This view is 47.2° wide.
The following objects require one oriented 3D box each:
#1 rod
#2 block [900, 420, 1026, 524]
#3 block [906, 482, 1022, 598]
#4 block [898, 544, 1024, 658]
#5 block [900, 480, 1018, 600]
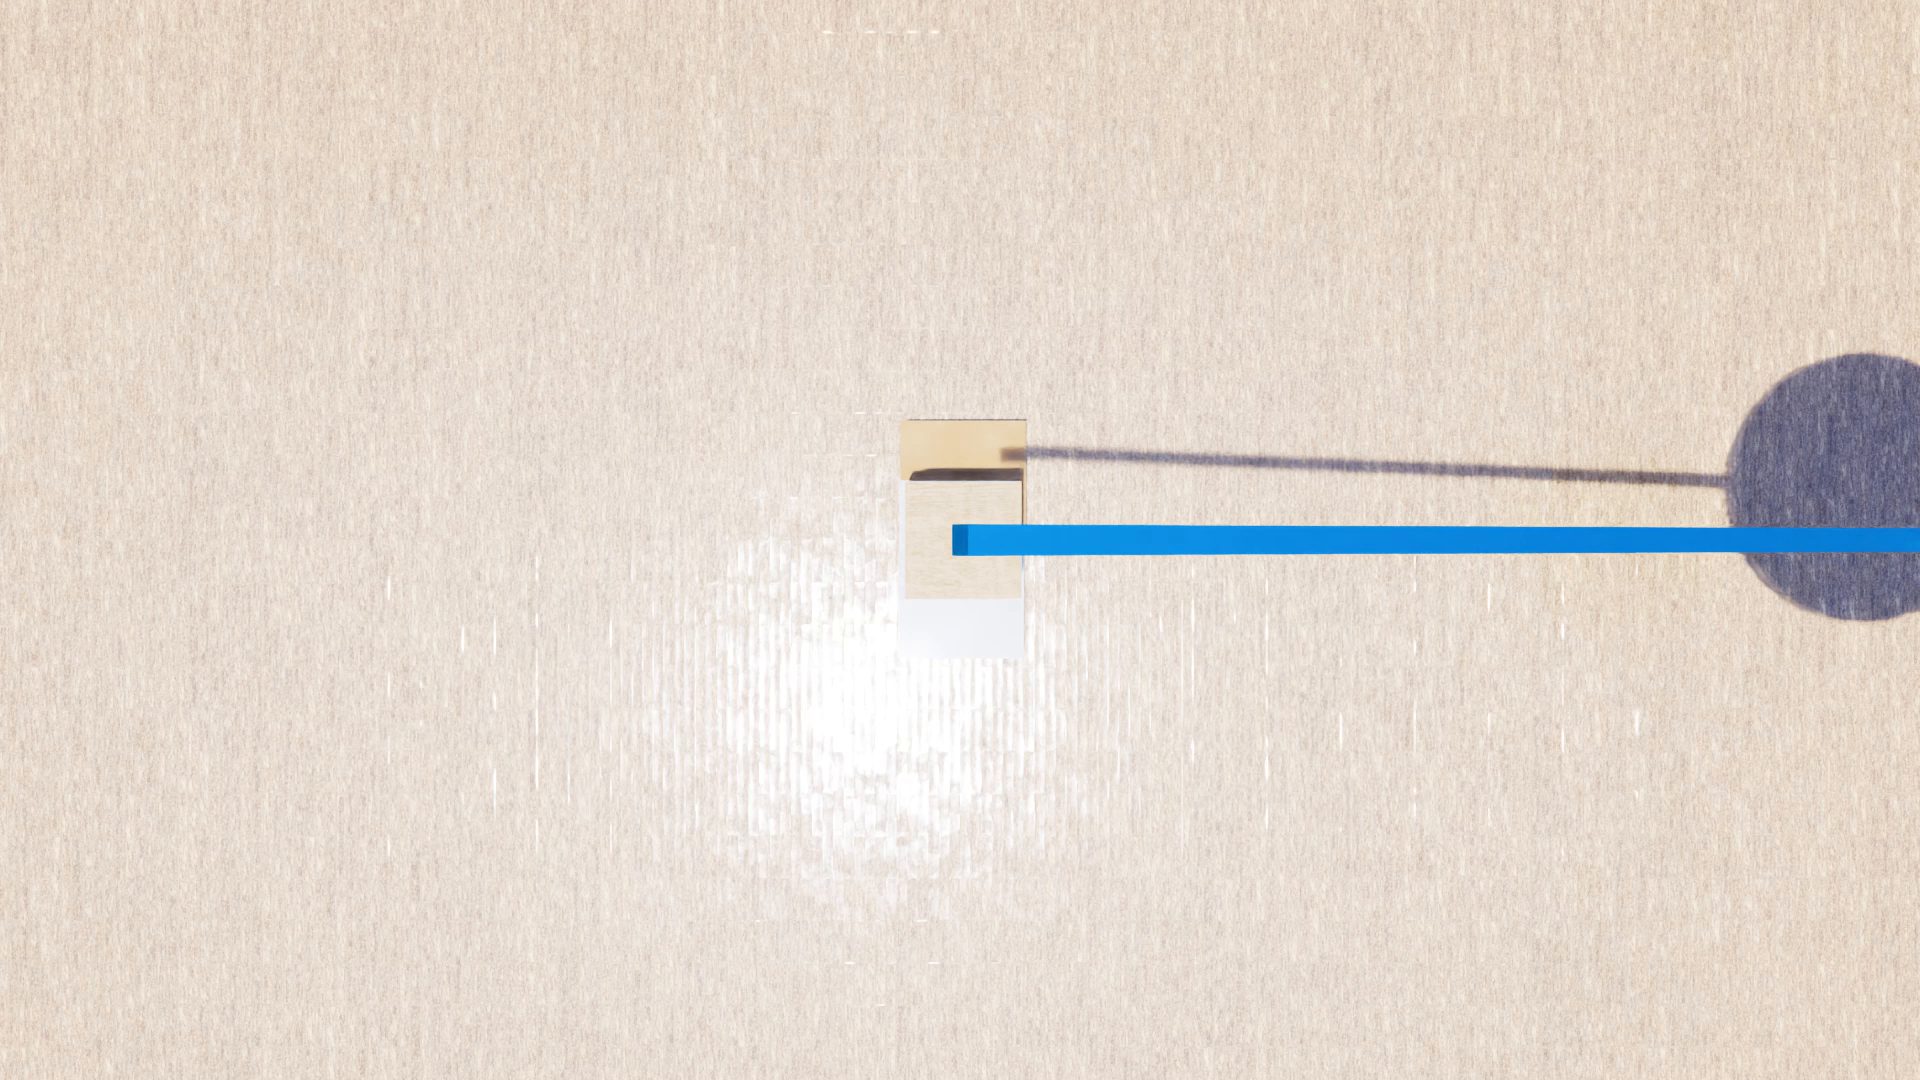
[{"bbox_3d":[2.234,0.000,6.889,5.200,0.080,0.080,0,90,-31],"label":"rod"},{"bbox_3d":[0.019,-0.331,12.673,0.704,0.655,0.677,0,90,0],"label":"block"},{"bbox_3d":[0.016,0.000,10.853,0.561,0.511,0.566,0,90,0],"label":"block"},{"bbox_3d":[0.008,0.344,12.693,0.706,0.615,0.652,0,90,0],"label":"block"},{"bbox_3d":[-0.008,0.000,11.438,0.597,0.659,0.603,0,90,0],"label":"block"}]
